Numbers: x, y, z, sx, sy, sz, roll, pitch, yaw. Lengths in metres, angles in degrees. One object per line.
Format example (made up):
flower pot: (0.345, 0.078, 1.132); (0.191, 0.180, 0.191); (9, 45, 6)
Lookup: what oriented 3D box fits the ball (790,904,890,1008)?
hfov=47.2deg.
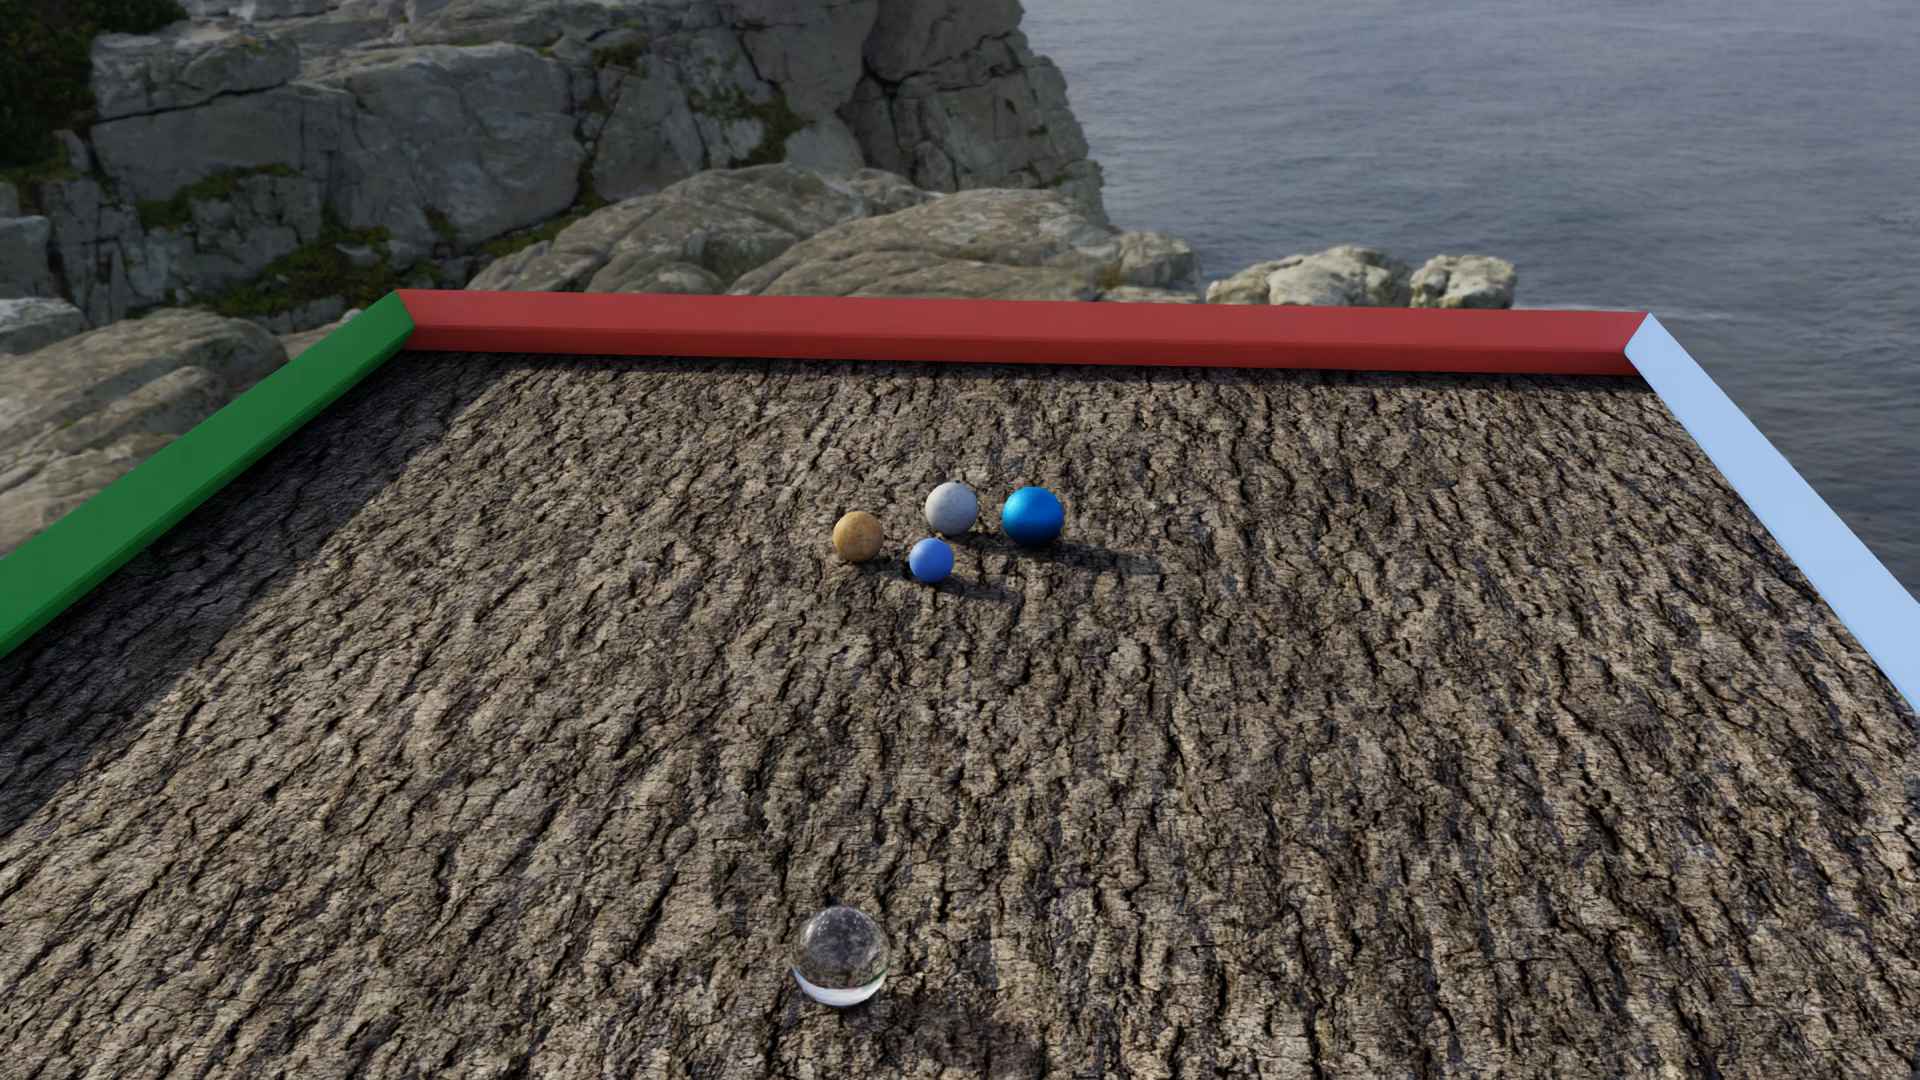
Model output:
ball: (-0.092, 0.320, 1.693); (0.078, 0.078, 0.078); (0, 19, 0)

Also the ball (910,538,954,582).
ball: (-0.033, 0.024, 2.577); (0.053, 0.053, 0.053); (0, 19, 0)

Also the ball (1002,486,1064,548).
ball: (0.089, -0.028, 2.690); (0.075, 0.075, 0.075); (0, 19, 0)

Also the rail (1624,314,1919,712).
rail: (0.899, 0.325, 1.642); (0.045, 0.101, 3.847); (2, 19, 4)

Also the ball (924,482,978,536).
ball: (-0.010, -0.038, 2.733); (0.067, 0.067, 0.067); (0, 19, 0)

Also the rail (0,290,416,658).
rail: (-1.055, 0.272, 1.792); (0.045, 0.101, 3.847); (2, 19, 4)

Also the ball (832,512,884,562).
ball: (-0.122, -0.004, 2.642); (0.062, 0.062, 0.062); (0, 19, 0)

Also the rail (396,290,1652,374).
rail: (0.076, -0.327, 3.504); (2.008, 0.101, 0.045); (2, 19, 4)
